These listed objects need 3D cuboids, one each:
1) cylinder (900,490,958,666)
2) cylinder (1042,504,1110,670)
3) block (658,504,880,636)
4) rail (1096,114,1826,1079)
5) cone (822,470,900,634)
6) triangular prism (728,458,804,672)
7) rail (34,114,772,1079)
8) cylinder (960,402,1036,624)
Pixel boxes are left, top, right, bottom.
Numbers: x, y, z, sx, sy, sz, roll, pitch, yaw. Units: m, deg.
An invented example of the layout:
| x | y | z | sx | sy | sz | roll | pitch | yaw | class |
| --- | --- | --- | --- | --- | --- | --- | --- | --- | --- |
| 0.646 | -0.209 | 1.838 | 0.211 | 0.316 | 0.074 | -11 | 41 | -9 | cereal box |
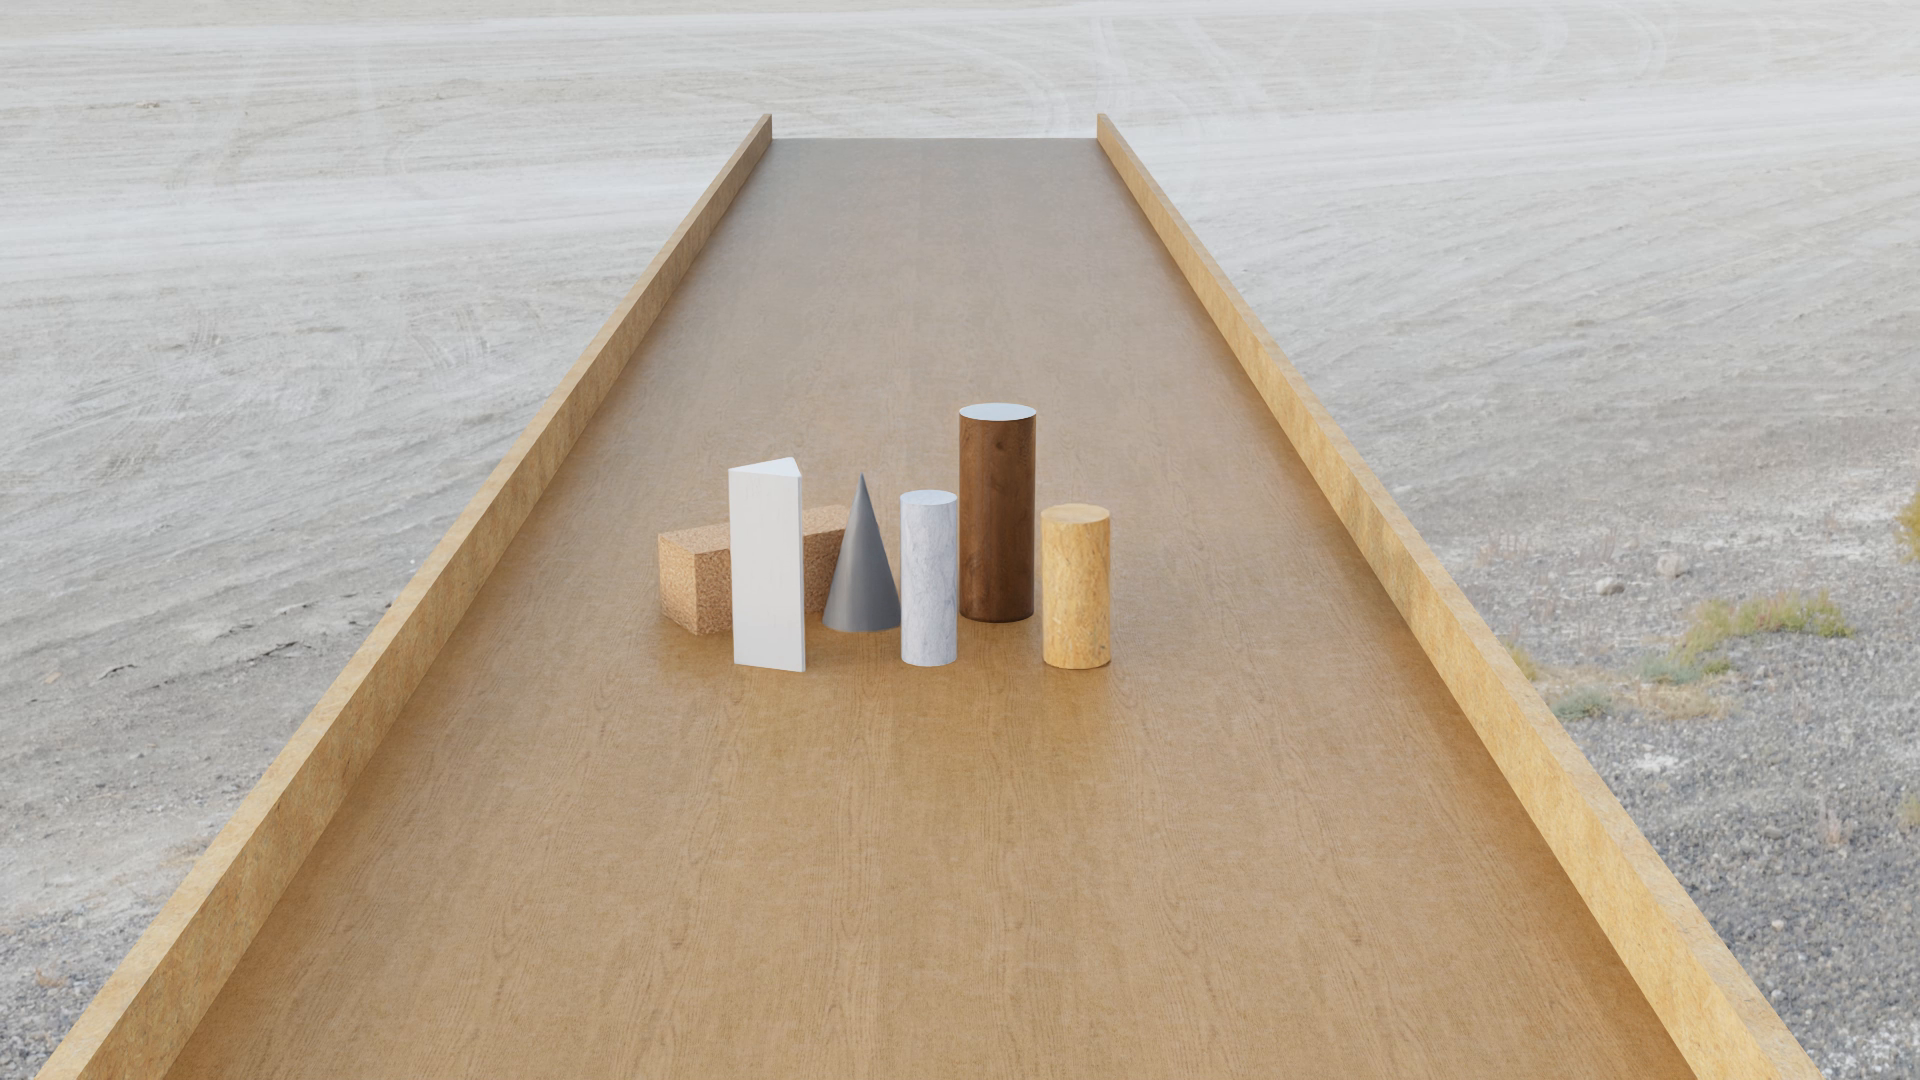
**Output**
| x | y | z | sx | sy | sz | roll | pitch | yaw | class |
| --- | --- | --- | --- | --- | --- | --- | --- | --- | --- |
| -0.062 | 0.076 | 4.387 | 0.113 | 0.334 | 0.113 | 0 | 17 | 0 | cylinder |
| 0.231 | 0.092 | 4.379 | 0.136 | 0.302 | 0.136 | -1 | 18 | 0 | cylinder |
| -0.406 | 0.060 | 4.716 | 0.438 | 0.177 | 0.177 | -10 | 19 | -31 | block |
| 0.932 | -0.844 | 7.801 | 0.050 | 0.150 | 12.000 | 0 | 17 | -1 | rail |
| -0.204 | 0.011 | 4.609 | 0.176 | 0.331 | 0.176 | 0 | 17 | 0 | cone |
| -0.358 | 0.044 | 4.377 | 0.153 | 0.400 | 0.132 | 6 | 18 | 19 | triangular prism |
| -1.118 | -0.838 | 7.780 | 0.050 | 0.150 | 12.000 | 0 | 17 | -1 | rail |
| 0.079 | -0.058 | 4.651 | 0.161 | 0.439 | 0.161 | 0 | 17 | 0 | cylinder |
